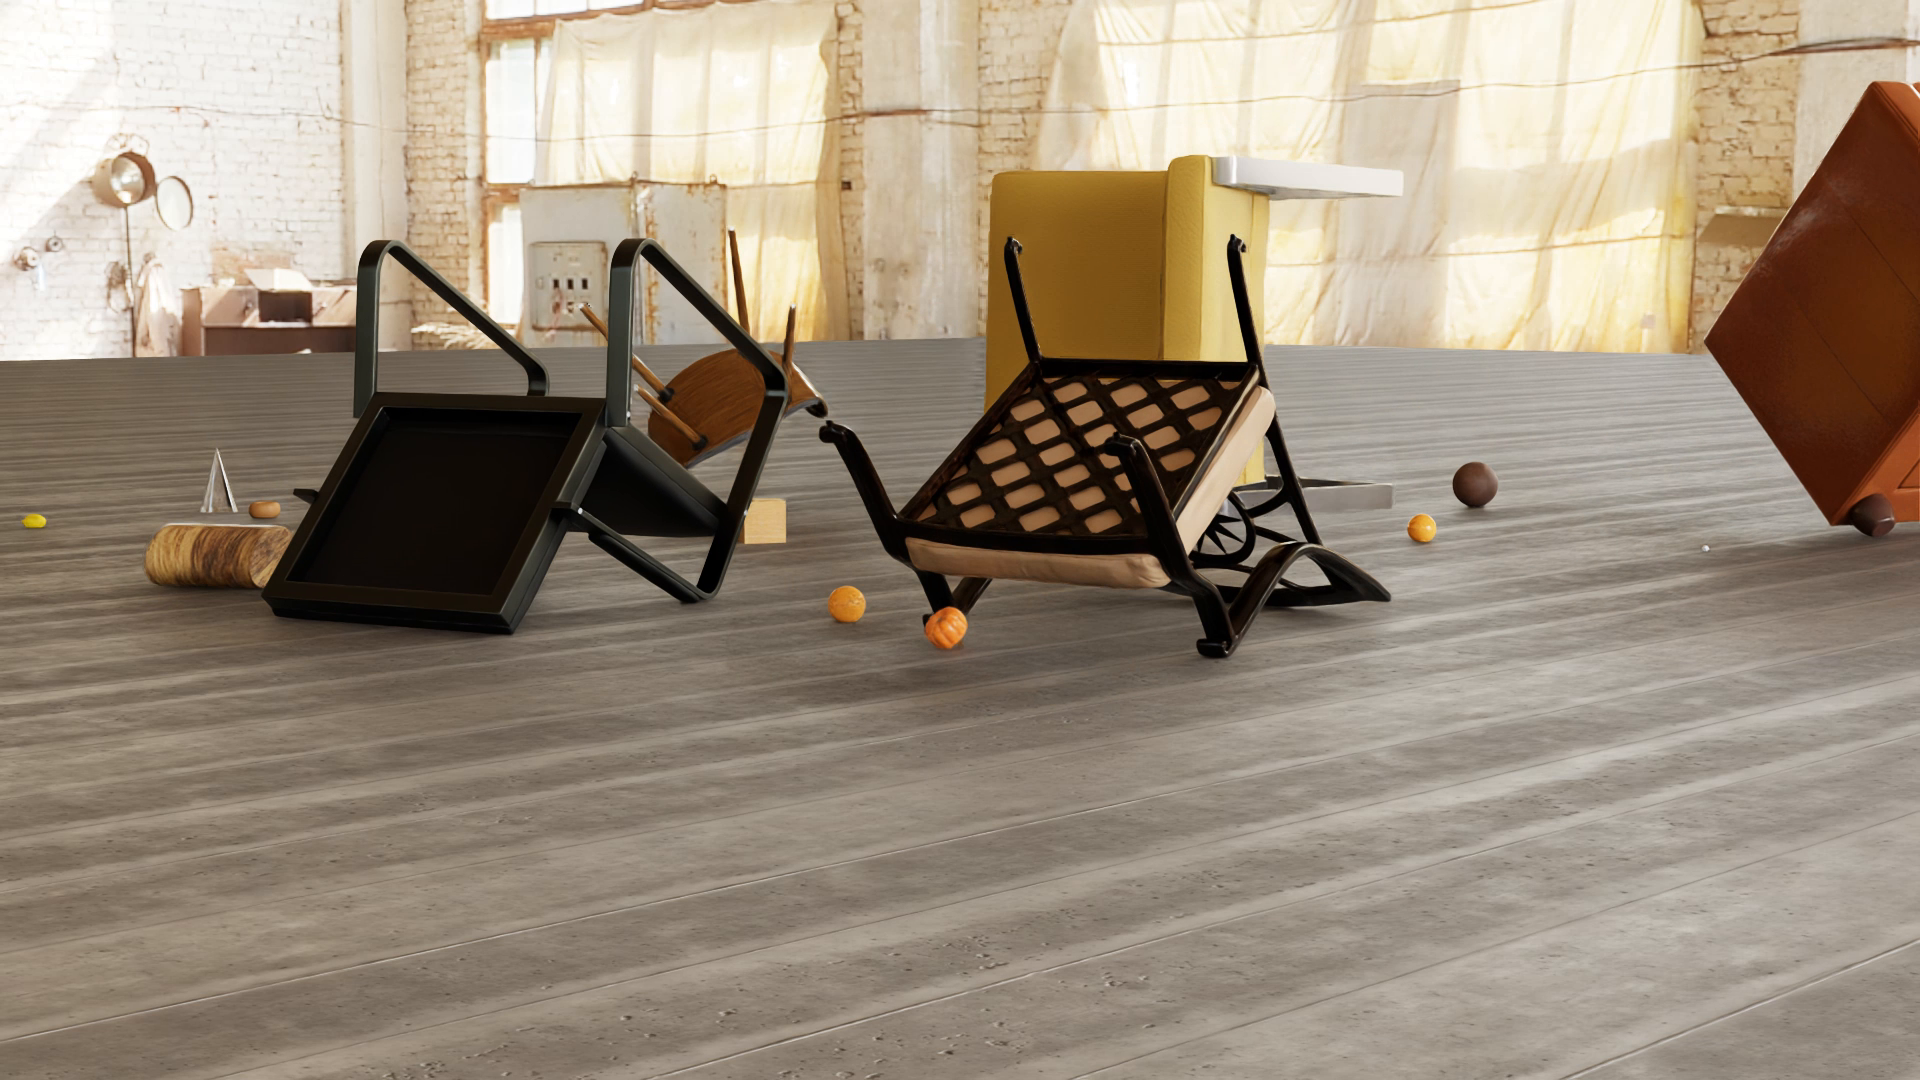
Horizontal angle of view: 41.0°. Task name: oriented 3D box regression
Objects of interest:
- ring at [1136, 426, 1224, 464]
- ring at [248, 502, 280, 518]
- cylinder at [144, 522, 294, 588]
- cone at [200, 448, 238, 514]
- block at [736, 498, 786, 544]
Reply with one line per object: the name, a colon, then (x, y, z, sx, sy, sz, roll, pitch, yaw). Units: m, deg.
ring: (0.779, -0.337, 9.096, 0.311, 0.123, 0.286, 3, 5, 14)
ring: (-1.900, -0.083, 7.009, 0.087, 0.042, 0.080, 0, 7, 20)
cylinder: (-1.578, 0.032, 5.471, 0.247, 0.123, 0.192, 1, 20, 14)
cone: (-2.076, -0.170, 7.175, 0.111, 0.182, 0.094, 3, 7, 26)
block: (-0.495, -0.048, 6.372, 0.105, 0.103, 0.085, -2, 6, -19)
